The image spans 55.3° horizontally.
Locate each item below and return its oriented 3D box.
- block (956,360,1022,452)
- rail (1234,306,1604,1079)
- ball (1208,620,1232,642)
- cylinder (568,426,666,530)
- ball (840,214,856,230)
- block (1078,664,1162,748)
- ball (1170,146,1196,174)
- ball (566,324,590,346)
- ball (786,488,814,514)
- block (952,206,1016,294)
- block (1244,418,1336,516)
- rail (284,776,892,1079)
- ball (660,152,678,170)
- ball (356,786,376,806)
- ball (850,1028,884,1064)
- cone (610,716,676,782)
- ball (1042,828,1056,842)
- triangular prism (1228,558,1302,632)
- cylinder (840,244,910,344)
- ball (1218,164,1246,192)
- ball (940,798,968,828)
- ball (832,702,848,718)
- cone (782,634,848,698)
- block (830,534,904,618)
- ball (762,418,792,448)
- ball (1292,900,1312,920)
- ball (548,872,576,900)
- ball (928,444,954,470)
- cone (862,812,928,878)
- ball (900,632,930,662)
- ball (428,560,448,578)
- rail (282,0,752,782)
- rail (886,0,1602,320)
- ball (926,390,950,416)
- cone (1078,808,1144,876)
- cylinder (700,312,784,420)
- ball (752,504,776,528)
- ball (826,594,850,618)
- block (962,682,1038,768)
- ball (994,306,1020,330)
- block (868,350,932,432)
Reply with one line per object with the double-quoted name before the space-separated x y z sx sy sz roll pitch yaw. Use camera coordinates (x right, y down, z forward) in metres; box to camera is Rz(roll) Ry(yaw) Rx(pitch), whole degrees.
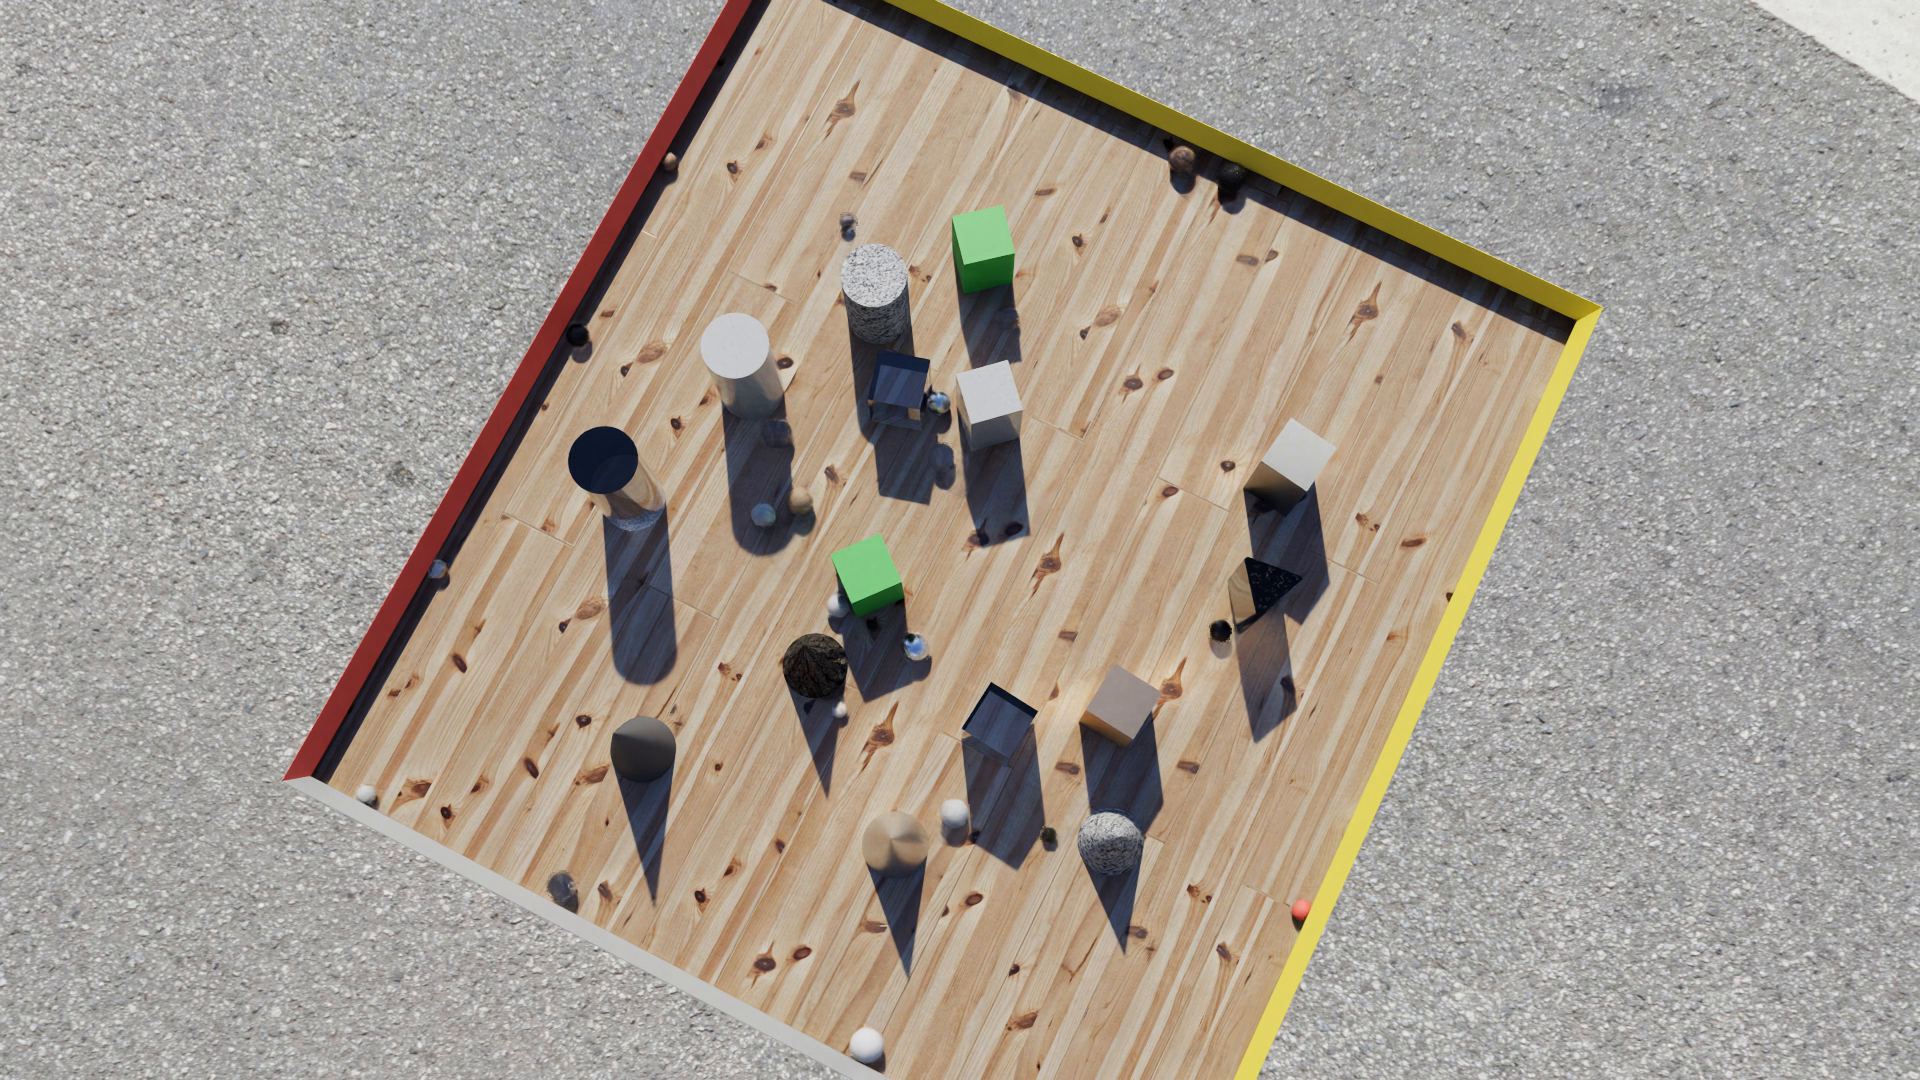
"block" 0.086 -0.402 5.537 0.158 0.319 0.158 -16 79 -3
"rail" 1.272 0.629 5.420 0.045 0.129 3.066 26 80 5
"ball" 0.784 0.273 5.525 0.068 0.068 0.068 0 78 0
"cylinder" -1.005 -0.175 5.400 0.198 0.494 0.198 0 78 0
"ball" -0.356 -1.008 5.800 0.049 0.049 0.049 0 78 0
"block" 0.466 0.489 5.359 0.158 0.306 0.158 32 80 6
"ball" 0.707 -1.208 5.823 0.085 0.085 0.085 0 78 0
"ball" -1.191 -0.639 5.712 0.071 0.071 0.071 0 78 0
"ball" -0.490 -0.118 5.598 0.084 0.084 0.084 0 78 0
"block" 0.071 -0.895 5.666 0.158 0.266 0.158 -13 79 -3
"block" 0.983 -0.213 5.483 0.158 0.348 0.158 35 80 7
"rail" -0.675 1.329 5.275 2.891 0.129 0.045 26 80 5
"ball" -0.929 -1.207 5.838 0.056 0.056 0.056 0 78 0
"ball" -1.761 0.757 5.429 0.060 0.060 0.060 0 78 0
"ball" -0.269 1.452 5.265 0.099 0.099 0.099 0 78 0
"cone" -0.949 0.577 5.247 0.198 0.490 0.198 0 78 0
"ball" 0.264 0.871 5.414 0.044 0.044 0.044 0 78 0
"triangular prism" 0.866 0.141 5.412 0.172 0.343 0.149 -39 81 -7
"cylinder" -0.255 -0.747 5.591 0.198 0.353 0.198 0 78 0
"ball" 0.862 -1.149 5.808 0.091 0.091 0.091 0 78 0
"ball" -0.018 0.805 5.406 0.086 0.086 0.086 0 78 0
"ball" -0.360 0.509 5.487 0.047 0.047 0.047 0 78 0
"cone" -0.438 0.337 5.330 0.198 0.424 0.198 0 78 0
"block" -0.274 0.109 5.457 0.158 0.268 0.158 -23 79 -5
"ball" -0.563 -0.329 5.638 0.092 0.092 0.092 0 78 0
"ball" 1.002 1.083 5.362 0.060 0.060 0.060 0 78 0
"ball" -1.167 1.014 5.367 0.078 0.078 0.078 0 78 0
"ball" -0.056 -0.255 5.628 0.081 0.081 0.081 0 78 0
"cone" -0.192 0.861 5.228 0.198 0.412 0.198 0 78 0
"ball" -0.134 0.320 5.505 0.088 0.088 0.088 0 78 0
"ball" -1.588 0.088 5.569 0.058 0.058 0.058 0 78 0
"rail" -1.272 -0.616 5.677 0.045 0.129 3.066 26 80 5
"rail" 0.675 -1.315 5.822 2.891 0.129 0.045 26 80 5
"ball" -0.065 -0.423 5.666 0.075 0.075 0.075 0 78 0
"cone" 0.447 0.859 5.263 0.198 0.345 0.198 0 78 0
"cylinder" -0.648 -0.515 5.495 0.198 0.446 0.198 0 78 0
"ball" -0.600 -0.076 5.595 0.073 0.073 0.073 0 78 0
"ball" -0.368 0.199 5.539 0.072 0.072 0.072 0 78 0
"block" 0.113 0.542 5.344 0.158 0.315 0.158 32 80 6
"ball" 0.148 -0.693 5.721 0.077 0.077 0.077 0 78 0
"block" -0.181 -0.454 5.586 0.158 0.244 0.158 11 79 2
